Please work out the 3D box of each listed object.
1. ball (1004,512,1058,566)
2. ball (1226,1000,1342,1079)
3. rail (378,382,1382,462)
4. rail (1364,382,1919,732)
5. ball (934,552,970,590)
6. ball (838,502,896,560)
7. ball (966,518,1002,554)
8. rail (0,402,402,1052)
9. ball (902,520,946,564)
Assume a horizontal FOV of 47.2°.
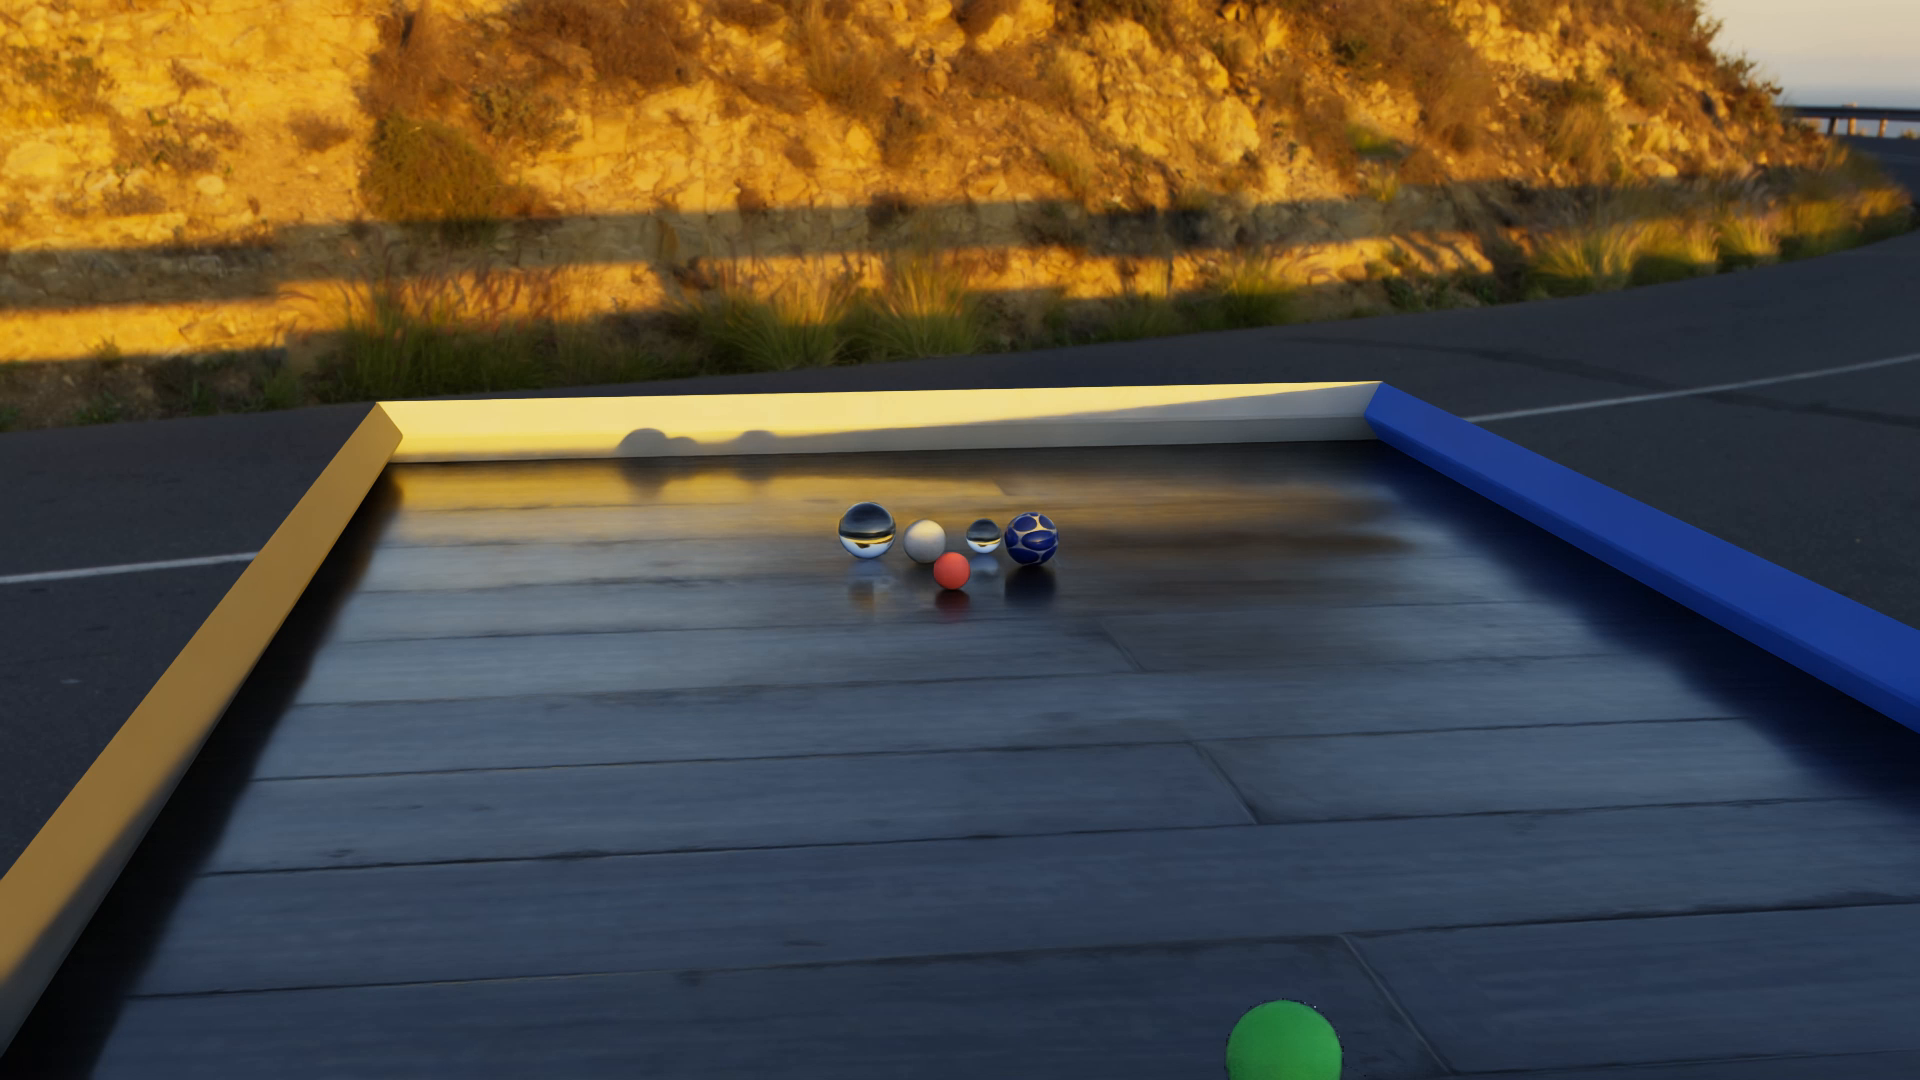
[{"bbox_3d":[0.096,-0.001,2.962,0.074,0.074,0.074,0,13,0],"label":"ball"},{"bbox_3d":[0.212,0.340,1.439,0.076,0.076,0.076,0,13,0],"label":"ball"},{"bbox_3d":[-0.110,-0.201,3.781,1.742,0.102,0.045,-2,13,-7],"label":"rail"},{"bbox_3d":[0.953,0.140,2.262,0.045,0.102,3.414,-2,13,-7],"label":"rail"},{"bbox_3d":[-0.011,0.040,2.836,0.048,0.048,0.048,0,13,0],"label":"ball"},{"bbox_3d":[-0.127,-0.013,3.003,0.079,0.079,0.079,0,13,0],"label":"ball"},{"bbox_3d":[0.033,-0.006,3.038,0.049,0.049,0.049,0,13,0],"label":"ball"},{"bbox_3d":[-0.726,0.190,2.043,0.045,0.102,3.414,-2,13,-7],"label":"rail"},{"bbox_3d":[-0.048,0.002,2.981,0.060,0.060,0.060,0,13,0],"label":"ball"}]
